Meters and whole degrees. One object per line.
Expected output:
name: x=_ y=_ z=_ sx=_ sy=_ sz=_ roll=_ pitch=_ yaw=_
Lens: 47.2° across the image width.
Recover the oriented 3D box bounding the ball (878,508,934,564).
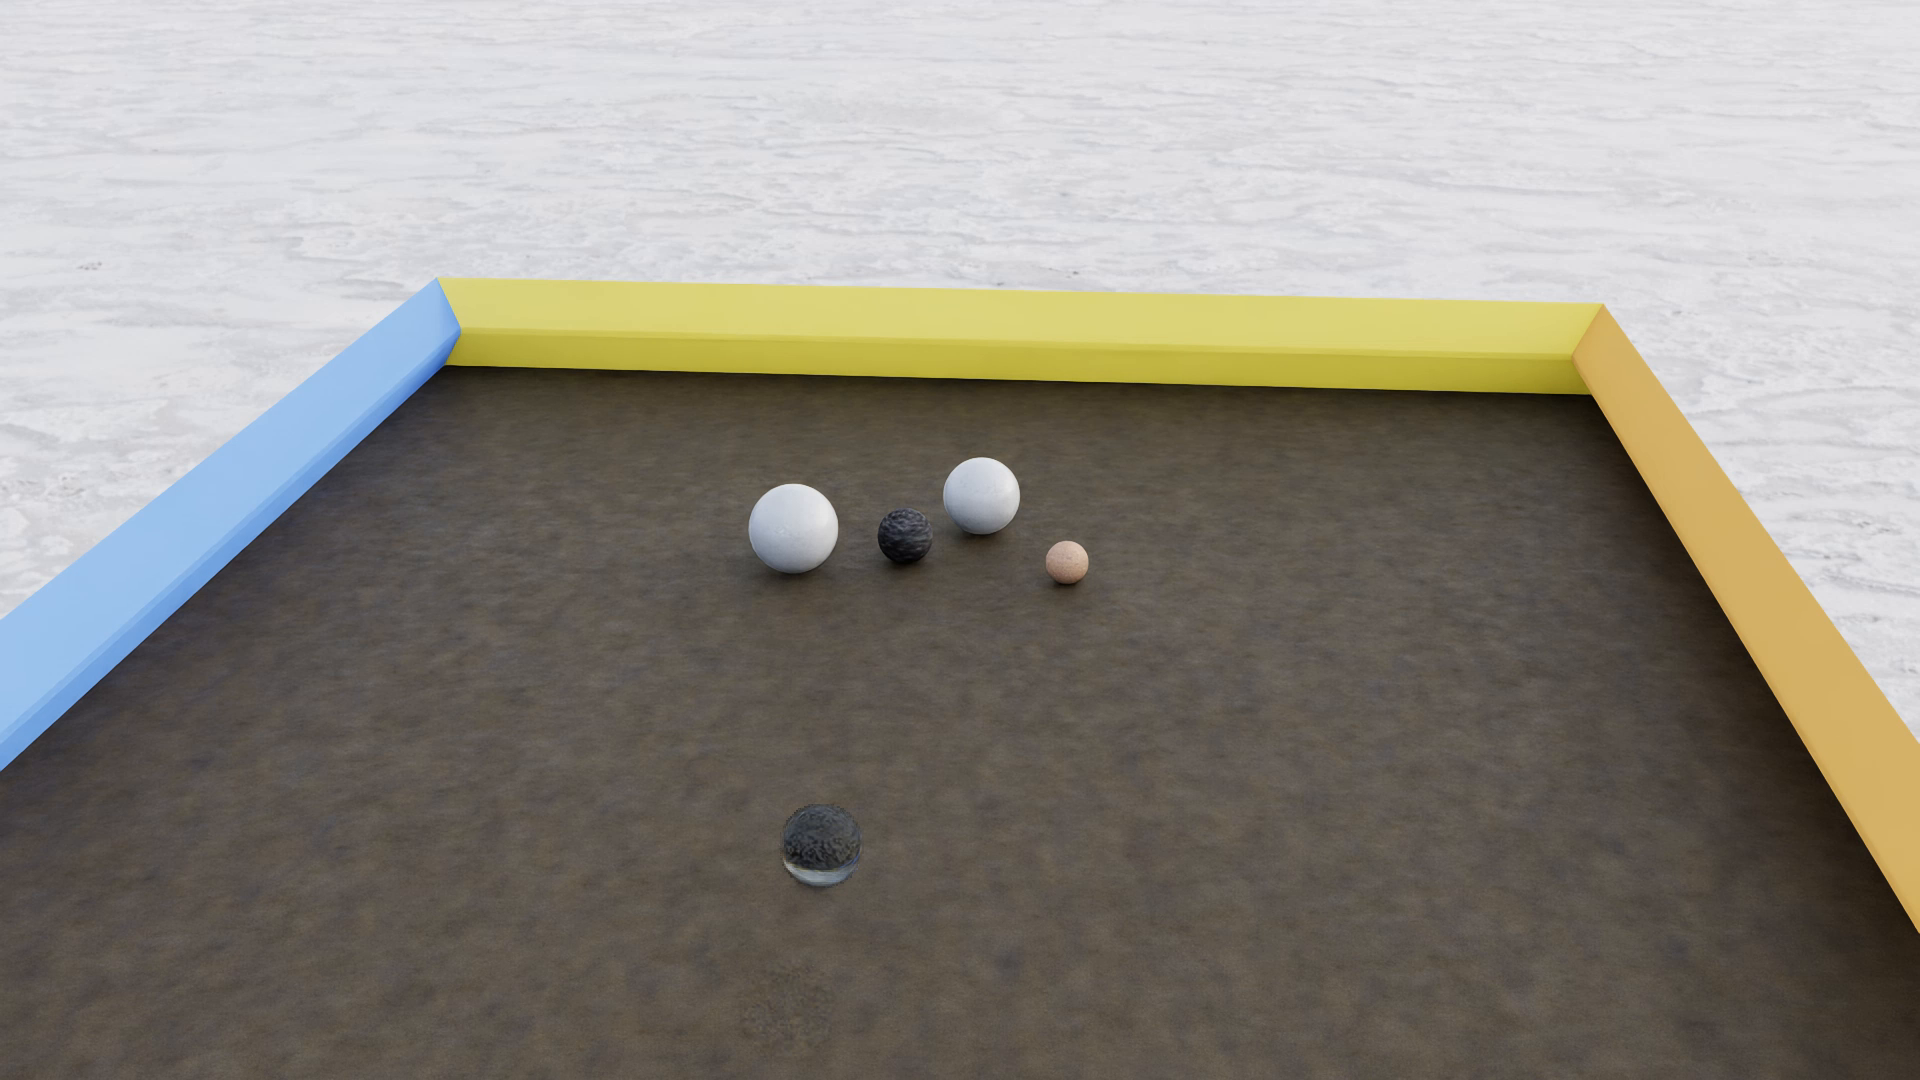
ball: x=-0.061 y=-0.005 z=2.449 sx=0.062 sy=0.062 sz=0.062 roll=0 pitch=21 yaw=0

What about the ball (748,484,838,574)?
ball: x=-0.183 y=-0.013 z=2.418 sx=0.099 sy=0.099 sz=0.099 roll=0 pitch=21 yaw=0

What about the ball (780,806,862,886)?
ball: x=-0.113 y=0.248 z=1.783 sx=0.065 sy=0.065 sz=0.065 roll=0 pitch=21 yaw=0

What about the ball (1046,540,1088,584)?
ball: x=0.116 y=0.024 z=2.394 sx=0.047 sy=0.047 sz=0.047 roll=0 pitch=21 yaw=0

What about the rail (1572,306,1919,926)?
rail: x=0.726 y=0.262 z=1.654 sx=0.045 sy=0.129 sz=2.965 roll=2 pitch=21 yaw=5

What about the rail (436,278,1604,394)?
rail: x=0.064 y=-0.281 z=3.077 sx=1.638 sy=0.129 sz=0.045 roll=2 pitch=21 yaw=5

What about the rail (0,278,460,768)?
rail: x=-0.858 y=0.212 z=1.786 sx=0.045 sy=0.129 sz=2.965 roll=2 pitch=21 yaw=5

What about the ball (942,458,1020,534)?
ball: x=0.025 y=-0.051 z=2.532 sx=0.089 sy=0.089 sz=0.089 roll=0 pitch=21 yaw=0
